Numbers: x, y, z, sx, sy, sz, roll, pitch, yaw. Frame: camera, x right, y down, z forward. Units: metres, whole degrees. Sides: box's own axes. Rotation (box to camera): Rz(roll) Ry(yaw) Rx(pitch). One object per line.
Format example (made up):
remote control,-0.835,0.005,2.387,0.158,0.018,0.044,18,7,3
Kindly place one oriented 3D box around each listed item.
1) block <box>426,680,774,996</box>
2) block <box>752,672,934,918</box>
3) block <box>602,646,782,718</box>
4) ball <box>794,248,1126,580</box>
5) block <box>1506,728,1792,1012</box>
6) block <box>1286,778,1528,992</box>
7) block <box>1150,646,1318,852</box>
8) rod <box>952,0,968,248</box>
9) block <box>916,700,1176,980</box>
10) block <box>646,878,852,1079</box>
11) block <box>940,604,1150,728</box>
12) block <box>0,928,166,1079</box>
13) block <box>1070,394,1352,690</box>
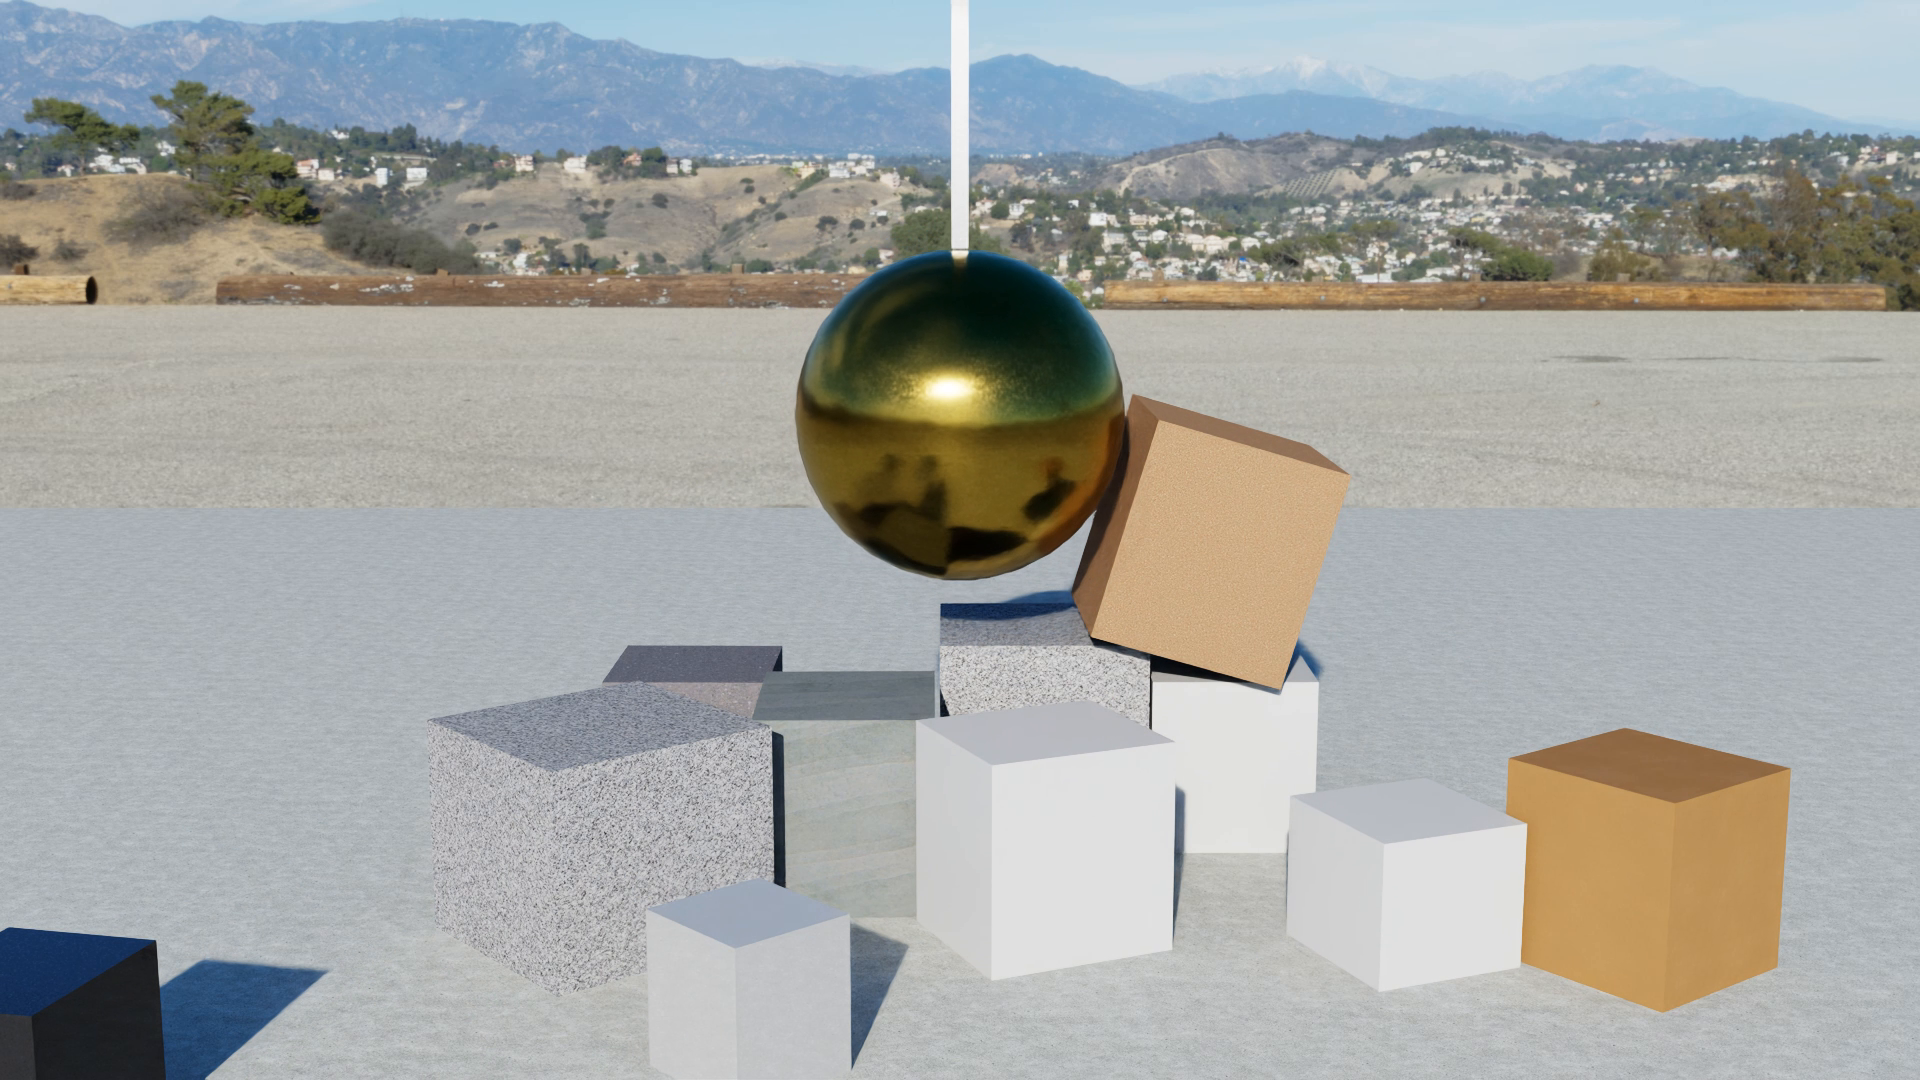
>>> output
block,-1.599,1.283,9.801,1.105,0.968,1.082,-9,13,-40
block,-0.532,1.187,10.437,0.827,0.931,0.930,0,10,-1
block,-1.360,1.055,11.374,0.822,0.855,0.813,0,10,1
ball,0.000,-0.604,10.644,1.600,1.600,1.600,0,10,0
block,2.936,1.388,9.452,0.821,0.887,0.830,-8,13,-37
block,1.936,1.485,9.601,0.715,0.643,0.744,-4,11,-22
block,1.357,1.048,11.354,0.816,0.876,0.928,0,10,0
rod,0.000,-3.983,10.271,0.080,5.200,0.080,0,6,0
block,0.368,1.304,9.759,0.878,0.943,0.799,-5,11,-24
block,-0.804,1.715,8.372,0.537,0.630,0.565,-9,14,-42
block,0.415,0.949,11.387,1.034,1.058,1.008,0,10,0
block,-3.276,1.820,7.718,0.604,0.658,0.722,2,11,13
block,1.225,-0.014,11.019,0.969,1.096,0.983,16,10,-6
